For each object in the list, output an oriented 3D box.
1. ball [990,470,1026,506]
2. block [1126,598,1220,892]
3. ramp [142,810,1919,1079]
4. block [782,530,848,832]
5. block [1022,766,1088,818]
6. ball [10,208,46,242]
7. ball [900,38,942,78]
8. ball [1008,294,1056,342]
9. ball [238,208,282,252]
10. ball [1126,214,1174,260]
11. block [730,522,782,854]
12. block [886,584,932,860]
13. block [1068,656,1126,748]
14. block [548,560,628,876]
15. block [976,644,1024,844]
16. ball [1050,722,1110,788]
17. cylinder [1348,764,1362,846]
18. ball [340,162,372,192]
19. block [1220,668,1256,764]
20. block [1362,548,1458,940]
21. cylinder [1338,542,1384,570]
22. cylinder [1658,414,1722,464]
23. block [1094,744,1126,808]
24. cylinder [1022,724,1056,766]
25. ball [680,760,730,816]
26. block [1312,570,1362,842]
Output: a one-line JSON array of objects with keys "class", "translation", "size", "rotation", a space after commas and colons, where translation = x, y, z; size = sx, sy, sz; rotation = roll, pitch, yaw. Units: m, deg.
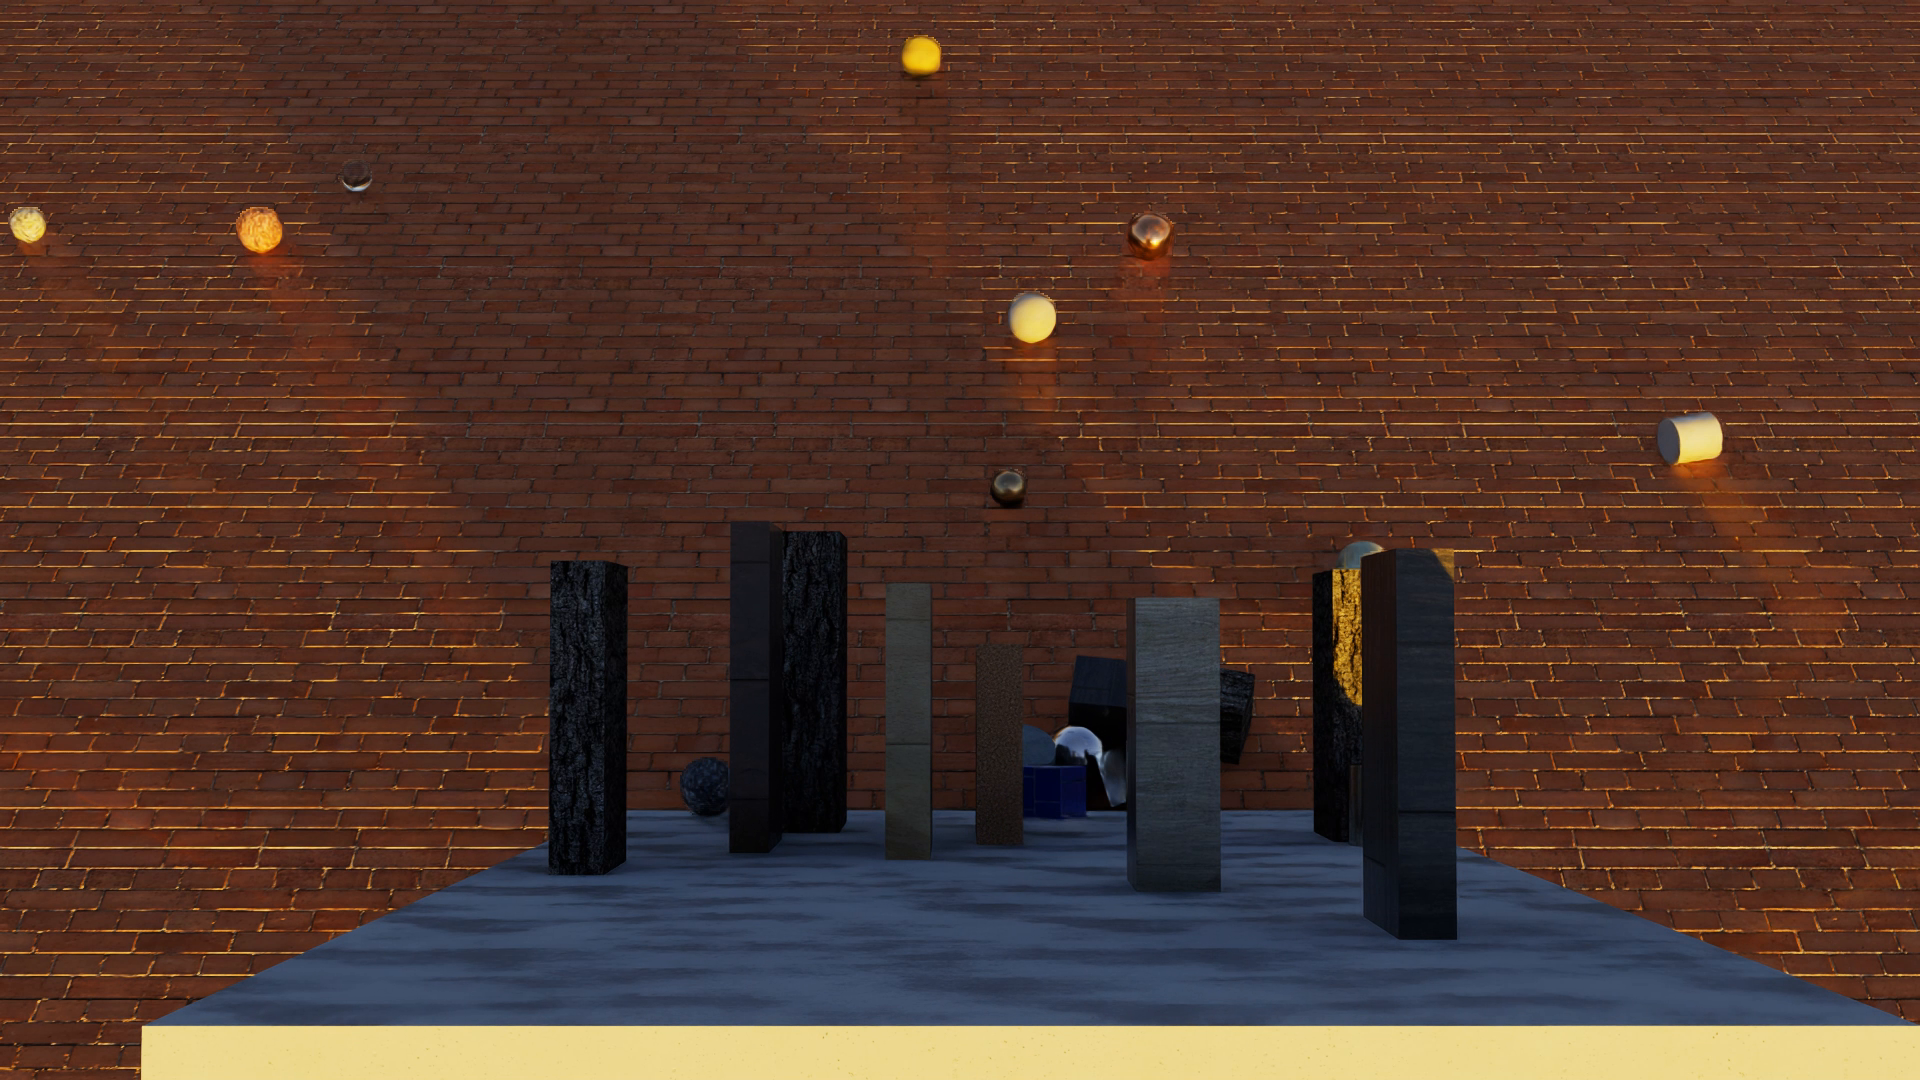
[{"class": "ball", "translation": [0.151, -0.162, 8.130], "size": [0.114, 0.114, 0.114], "rotation": [0, 37, 0]}, {"class": "block", "translation": [0.384, 0.365, 4.703], "size": [0.148, 0.517, 0.251], "rotation": [0, -2, 0]}, {"class": "ramp", "translation": [0.081, 0.683, 4.918], "size": [2.000, 0.100, 4.000], "rotation": [0, -2, 0]}, {"class": "block", "translation": [-0.356, 0.340, 6.279], "size": [0.148, 0.704, 0.415], "rotation": [0, -2, 0]}, {"class": "block", "translation": [0.238, 0.645, 6.674], "size": [0.128, 0.128, 0.128], "rotation": [-2, -3, 35]}, {"class": "ball", "translation": [-3.378, -1.141, 9.431], "size": [0.123, 0.123, 0.123], "rotation": [0, 37, 0]}, {"class": "ball", "translation": [-0.157, -1.939, 10.463], "size": [0.164, 0.164, 0.164], "rotation": [0, 37, 0]}, {"class": "ball", "translation": [0.245, -0.758, 8.882], "size": [0.168, 0.168, 0.168], "rotation": [0, 37, 0]}, {"class": "ball", "translation": [-2.520, -1.114, 9.366], "size": [0.157, 0.157, 0.157], "rotation": [0, 37, 0]}, {"class": "ball", "translation": [0.681, -1.085, 9.318], "size": [0.169, 0.169, 0.169], "rotation": [0, 37, 0]}, {"class": "block", "translation": [-0.442, 0.317, 5.663], "size": [0.082, 0.696, 0.404], "rotation": [0, -2, 0]}, {"class": "block", "translation": [-0.106, 0.377, 5.494], "size": [0.091, 0.560, 0.425], "rotation": [0, -2, 0]}, {"class": "block", "translation": [0.411, 0.471, 7.211], "size": [0.202, 0.202, 0.202], "rotation": [5, 37, 7]}, {"class": "block", "translation": [-0.725, 0.343, 5.091], "size": [0.104, 0.594, 0.335], "rotation": [0, -2, 0]}, {"class": "block", "translation": [0.087, 0.457, 5.914], "size": [0.101, 0.438, 0.443], "rotation": [0, -2, 0]}, {"class": "ball", "translation": [0.318, 0.587, 7.073], "size": [0.182, 0.182, 0.182], "rotation": [0, 37, 0]}, {"class": "cylinder", "translation": [0.937, 0.578, 5.683], "size": [0.175, 0.175, 0.175], "rotation": [0, -2, 0]}, {"class": "ball", "translation": [-2.258, -1.361, 9.732], "size": [0.113, 0.113, 0.113], "rotation": [0, 37, 0]}, {"class": "block", "translation": [0.707, 0.481, 7.215], "size": [0.181, 0.181, 0.181], "rotation": [10, 38, 13]}, {"class": "block", "translation": [0.684, 0.306, 3.983], "size": [0.085, 0.572, 0.334], "rotation": [0, -2, 0]}, {"class": "cylinder", "translation": [1.199, 0.115, 7.724], "size": [0.158, 0.158, 0.158], "rotation": [7, 29, 9]}, {"class": "cylinder", "translation": [2.335, -0.323, 8.319], "size": [0.146, 0.146, 0.146], "rotation": [-9, 38, -12]}, {"class": "block", "translation": [0.478, 0.619, 6.972], "size": [0.146, 0.146, 0.146], "rotation": [-24, -13, 29]}, {"class": "cylinder", "translation": [0.154, 0.638, 6.987], "size": [0.203, 0.203, 0.203], "rotation": [0, 37, 0]}, {"class": "ball", "translation": [-0.644, 0.636, 6.687], "size": [0.146, 0.146, 0.146], "rotation": [0, 37, 0]}, {"class": "block", "translation": [0.892, 0.375, 5.947], "size": [0.124, 0.604, 0.336], "rotation": [0, -2, 0]}]
